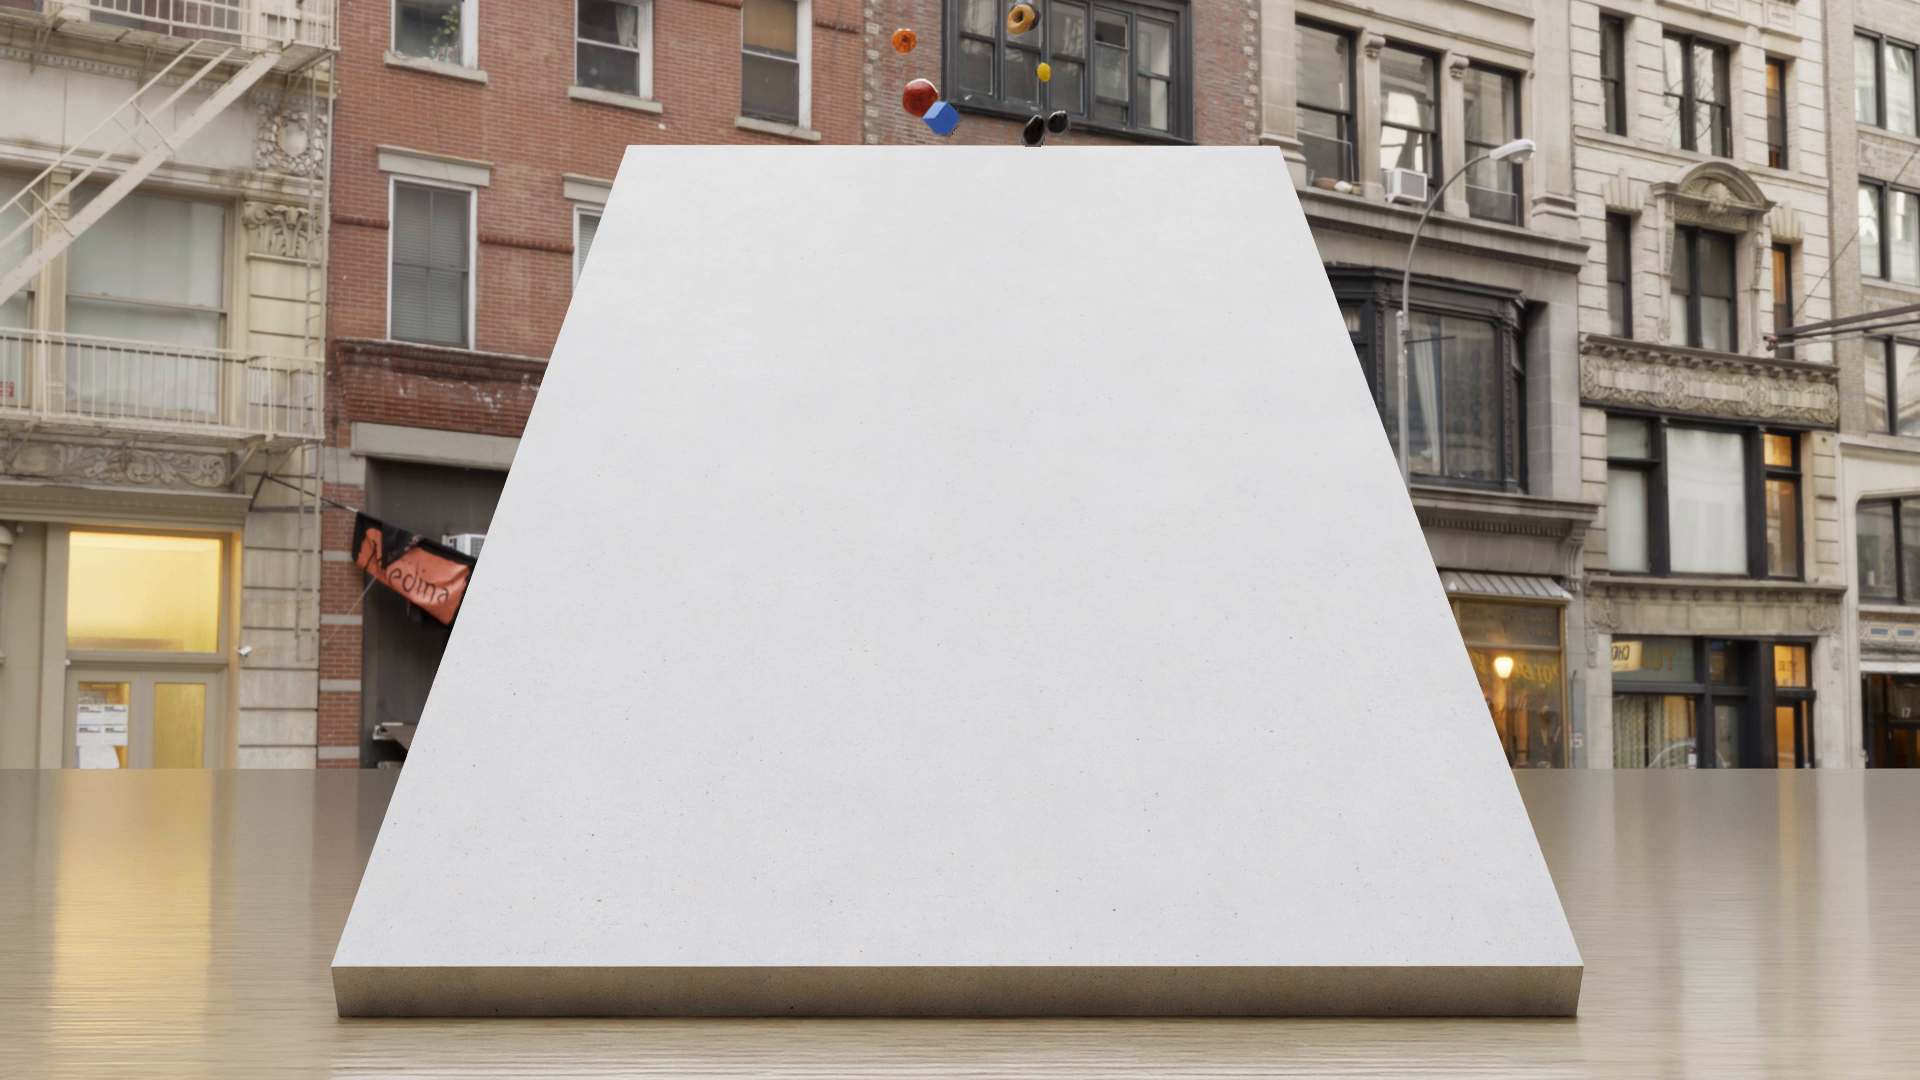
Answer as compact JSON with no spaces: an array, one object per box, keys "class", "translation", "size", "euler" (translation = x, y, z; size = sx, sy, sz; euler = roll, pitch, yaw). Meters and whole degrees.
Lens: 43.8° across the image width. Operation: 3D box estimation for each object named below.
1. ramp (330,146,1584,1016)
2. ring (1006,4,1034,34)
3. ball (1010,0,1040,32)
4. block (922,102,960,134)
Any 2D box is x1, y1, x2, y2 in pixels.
[{"class":"ramp","translation":[-0.012,-0.221,5.599],"size":[2.000,0.100,4.000],"euler":[0,28,0]},{"class":"ring","translation":[0.175,-1.516,6.955],"size":[0.095,0.095,0.032],"euler":[-5,-20,41]},{"class":"ball","translation":[0.196,-1.581,7.206],"size":[0.094,0.094,0.094],"euler":[0,-5,0]},{"class":"block","translation":[-0.054,-1.241,7.023],"size":[0.066,0.066,0.066],"euler":[46,-18,-31]}]
